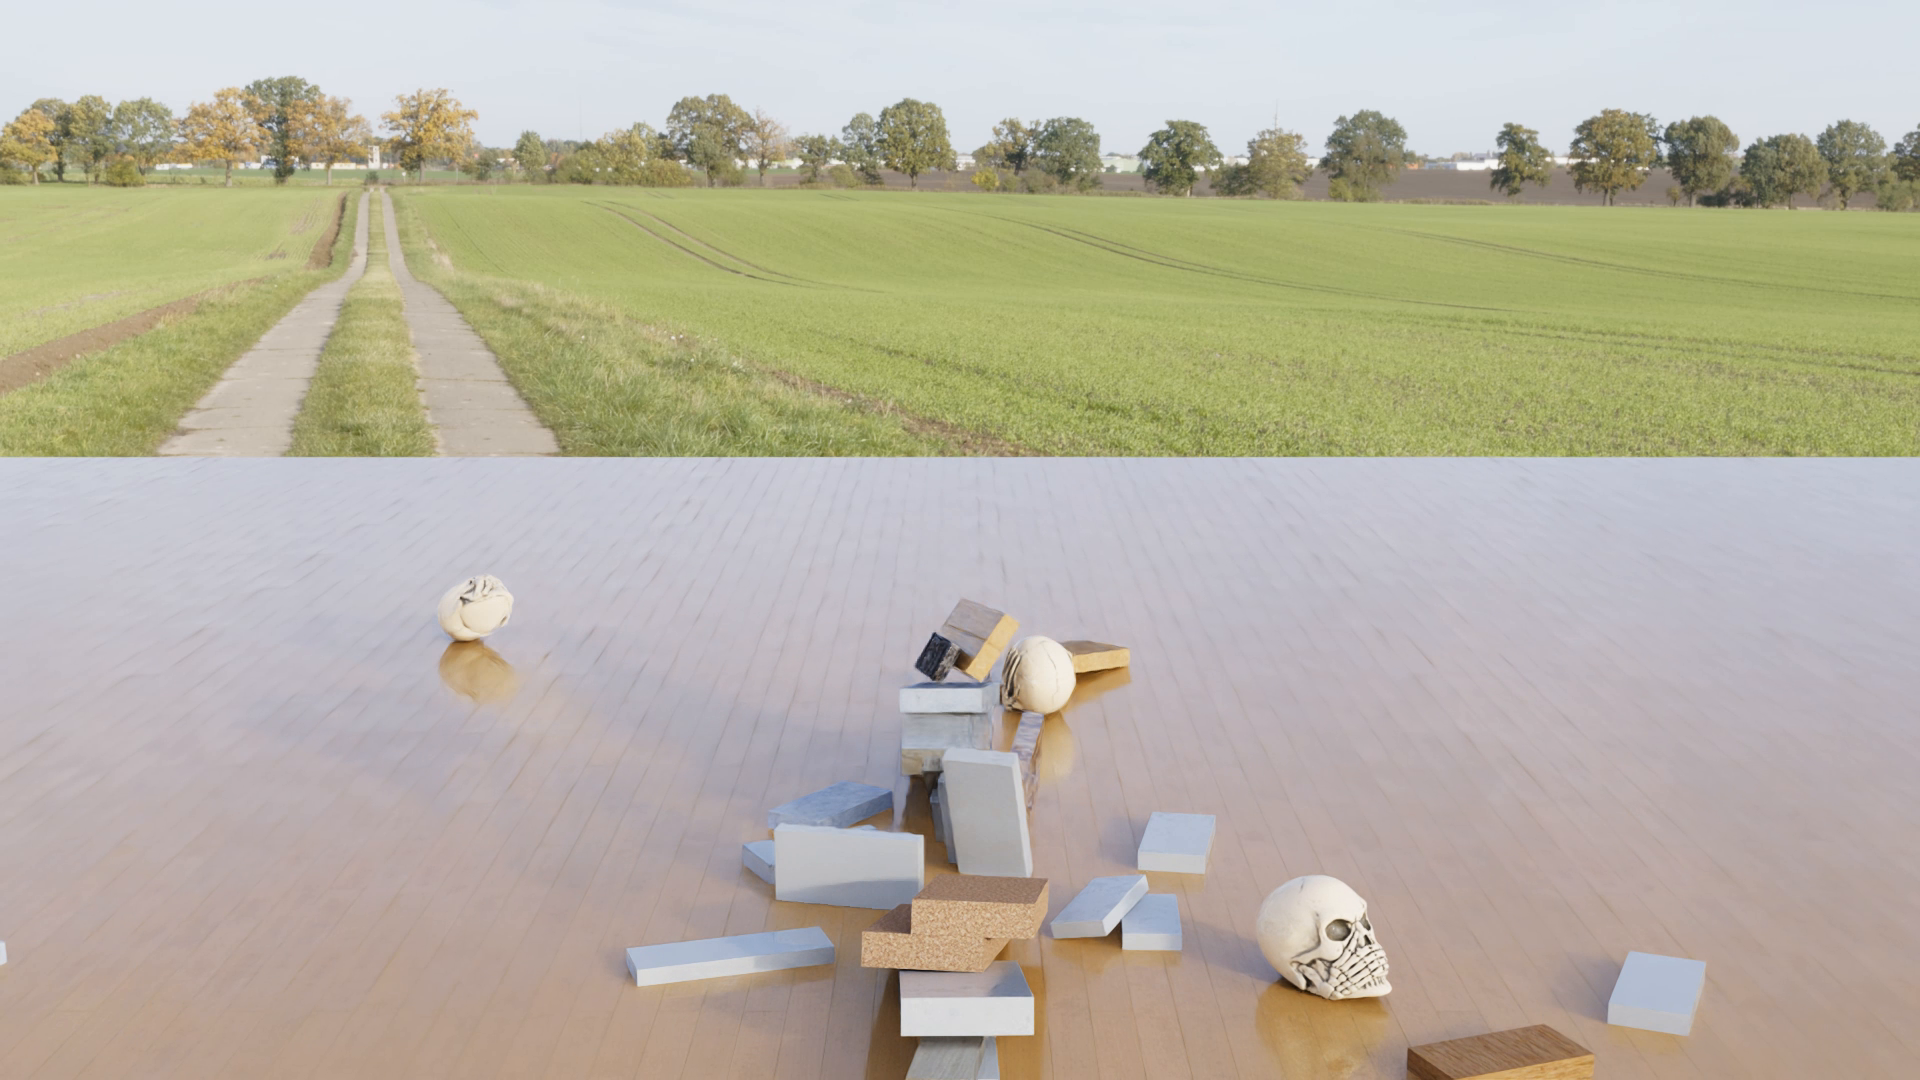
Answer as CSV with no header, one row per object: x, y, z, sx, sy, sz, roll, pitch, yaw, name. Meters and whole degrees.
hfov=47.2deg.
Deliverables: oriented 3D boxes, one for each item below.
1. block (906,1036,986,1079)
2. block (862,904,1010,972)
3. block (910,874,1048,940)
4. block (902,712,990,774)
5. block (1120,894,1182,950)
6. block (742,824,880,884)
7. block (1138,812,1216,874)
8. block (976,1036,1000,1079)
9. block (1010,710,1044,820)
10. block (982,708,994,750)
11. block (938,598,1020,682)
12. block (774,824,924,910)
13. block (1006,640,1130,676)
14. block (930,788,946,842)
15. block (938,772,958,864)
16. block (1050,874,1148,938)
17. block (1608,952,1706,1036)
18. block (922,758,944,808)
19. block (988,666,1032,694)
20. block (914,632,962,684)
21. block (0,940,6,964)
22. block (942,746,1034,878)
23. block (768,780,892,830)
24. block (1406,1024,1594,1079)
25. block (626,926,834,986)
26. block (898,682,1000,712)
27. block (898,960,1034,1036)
-0.018,0.678,2.843,0.082,0.023,0.164,1,8,7,block
-0.031,0.594,3.297,0.175,0.049,0.349,1,-3,8,block
0.035,0.546,3.293,0.175,0.049,0.349,2,-3,6,block
-0.026,0.385,4.197,0.163,0.046,0.327,0,7,0,block
0.303,0.607,3.504,0.092,0.026,0.184,0,11,3,block
-0.241,0.545,3.819,0.245,0.035,0.122,-5,12,-26,block
0.384,0.533,3.884,0.115,0.033,0.230,2,11,11,block
0.008,0.694,2.893,0.084,0.024,0.167,0,8,-1,block
0.111,0.445,4.044,0.041,0.146,0.455,6,11,6,block
-0.018,0.399,4.429,0.163,0.046,0.327,-1,11,2,block
0.024,0.209,4.668,0.041,0.146,0.292,36,-6,-18,block
-0.182,0.538,3.611,0.245,0.122,0.035,3,12,14,block
0.256,0.275,5.164,0.146,0.041,0.292,8,7,38,block
0.000,0.485,3.862,0.092,0.026,0.184,1,-29,3,block
0.018,0.481,3.768,0.092,0.184,0.026,3,35,15,block
0.224,0.586,3.519,0.092,0.026,0.184,-9,11,28,block
1.018,0.660,3.209,0.111,0.031,0.221,5,11,24,block
-0.010,0.428,3.818,0.092,0.026,0.184,0,-30,5,block
0.112,0.321,5.049,0.086,0.024,0.172,-1,11,-4,block
-0.047,0.247,4.612,0.024,0.086,0.172,31,-3,-15,block
-1.563,0.644,3.289,0.115,0.033,0.230,5,12,26,block
0.047,0.462,3.701,0.122,0.245,0.035,4,33,18,block
-0.239,0.498,4.074,0.115,0.033,0.230,7,13,33,block
0.729,0.704,2.968,0.221,0.031,0.111,-4,11,-21,block
-0.350,0.635,3.357,0.304,0.026,0.092,-3,11,-18,block
-0.018,0.321,4.506,0.163,0.046,0.327,-1,-2,8,block
0.003,0.634,3.057,0.175,0.049,0.349,0,-3,-2,block
